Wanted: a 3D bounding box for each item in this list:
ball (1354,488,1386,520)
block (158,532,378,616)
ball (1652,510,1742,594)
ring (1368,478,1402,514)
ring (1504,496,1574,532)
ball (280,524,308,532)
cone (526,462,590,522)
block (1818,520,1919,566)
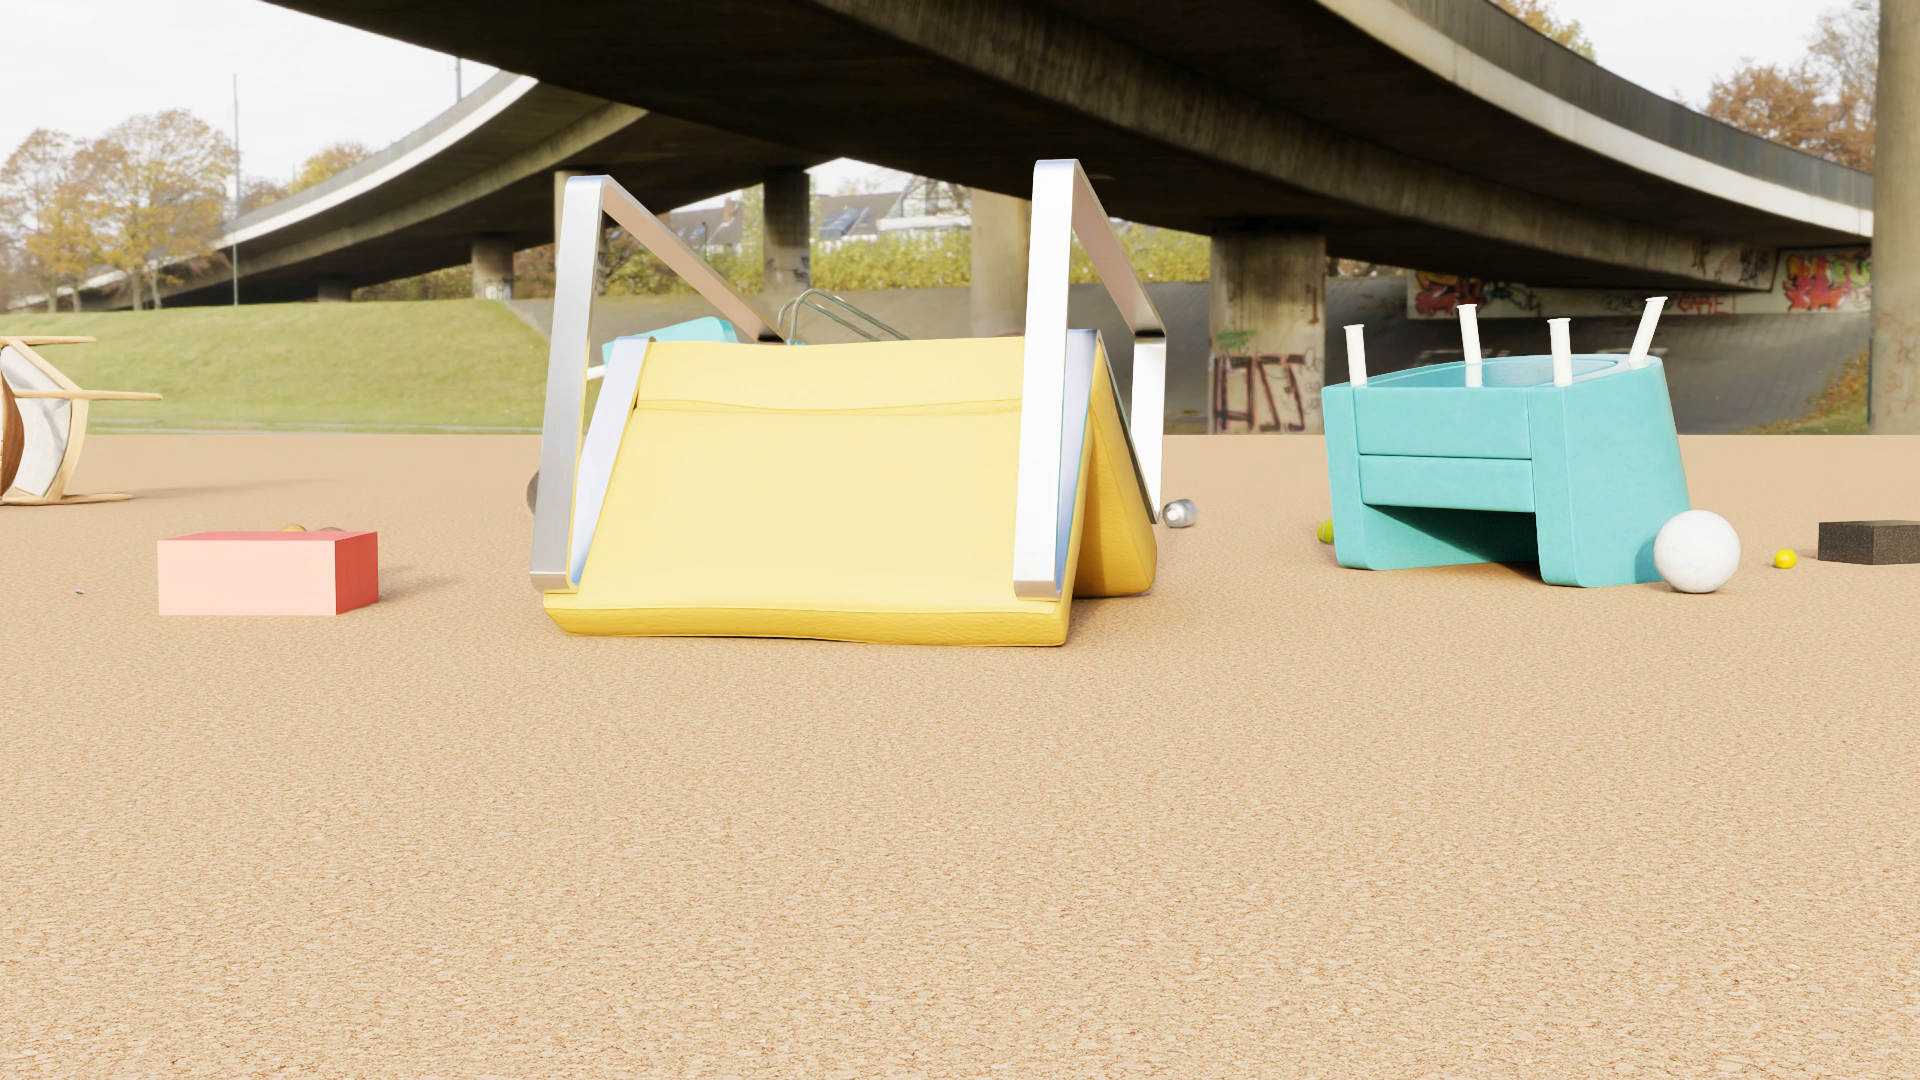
[{"bbox_3d":[1.401,-0.121,7.522,0.109,0.109,0.109,0,4,0],"label":"ball"},{"bbox_3d":[-1.413,0.065,4.512,0.355,0.148,0.291,0,4,2],"label":"block"},{"bbox_3d":[1.617,0.026,4.824,0.185,0.185,0.185,0,4,0],"label":"ball"},{"bbox_3d":[1.543,-0.161,7.995,0.095,0.123,0.210,-34,3,18],"label":"ring"},{"bbox_3d":[1.855,-0.086,7.049,0.204,0.105,0.283,-2,3,-7],"label":"ring"},{"bbox_3d":[-1.802,-0.001,5.944,0.085,0.085,0.085,0,4,0],"label":"ball"},{"bbox_3d":[-1.349,-0.120,7.565,0.226,0.156,0.291,-35,49,-7],"label":"cone"},{"bbox_3d":[2.411,0.005,5.734,0.278,0.100,0.181,-2,4,-25],"label":"block"}]
